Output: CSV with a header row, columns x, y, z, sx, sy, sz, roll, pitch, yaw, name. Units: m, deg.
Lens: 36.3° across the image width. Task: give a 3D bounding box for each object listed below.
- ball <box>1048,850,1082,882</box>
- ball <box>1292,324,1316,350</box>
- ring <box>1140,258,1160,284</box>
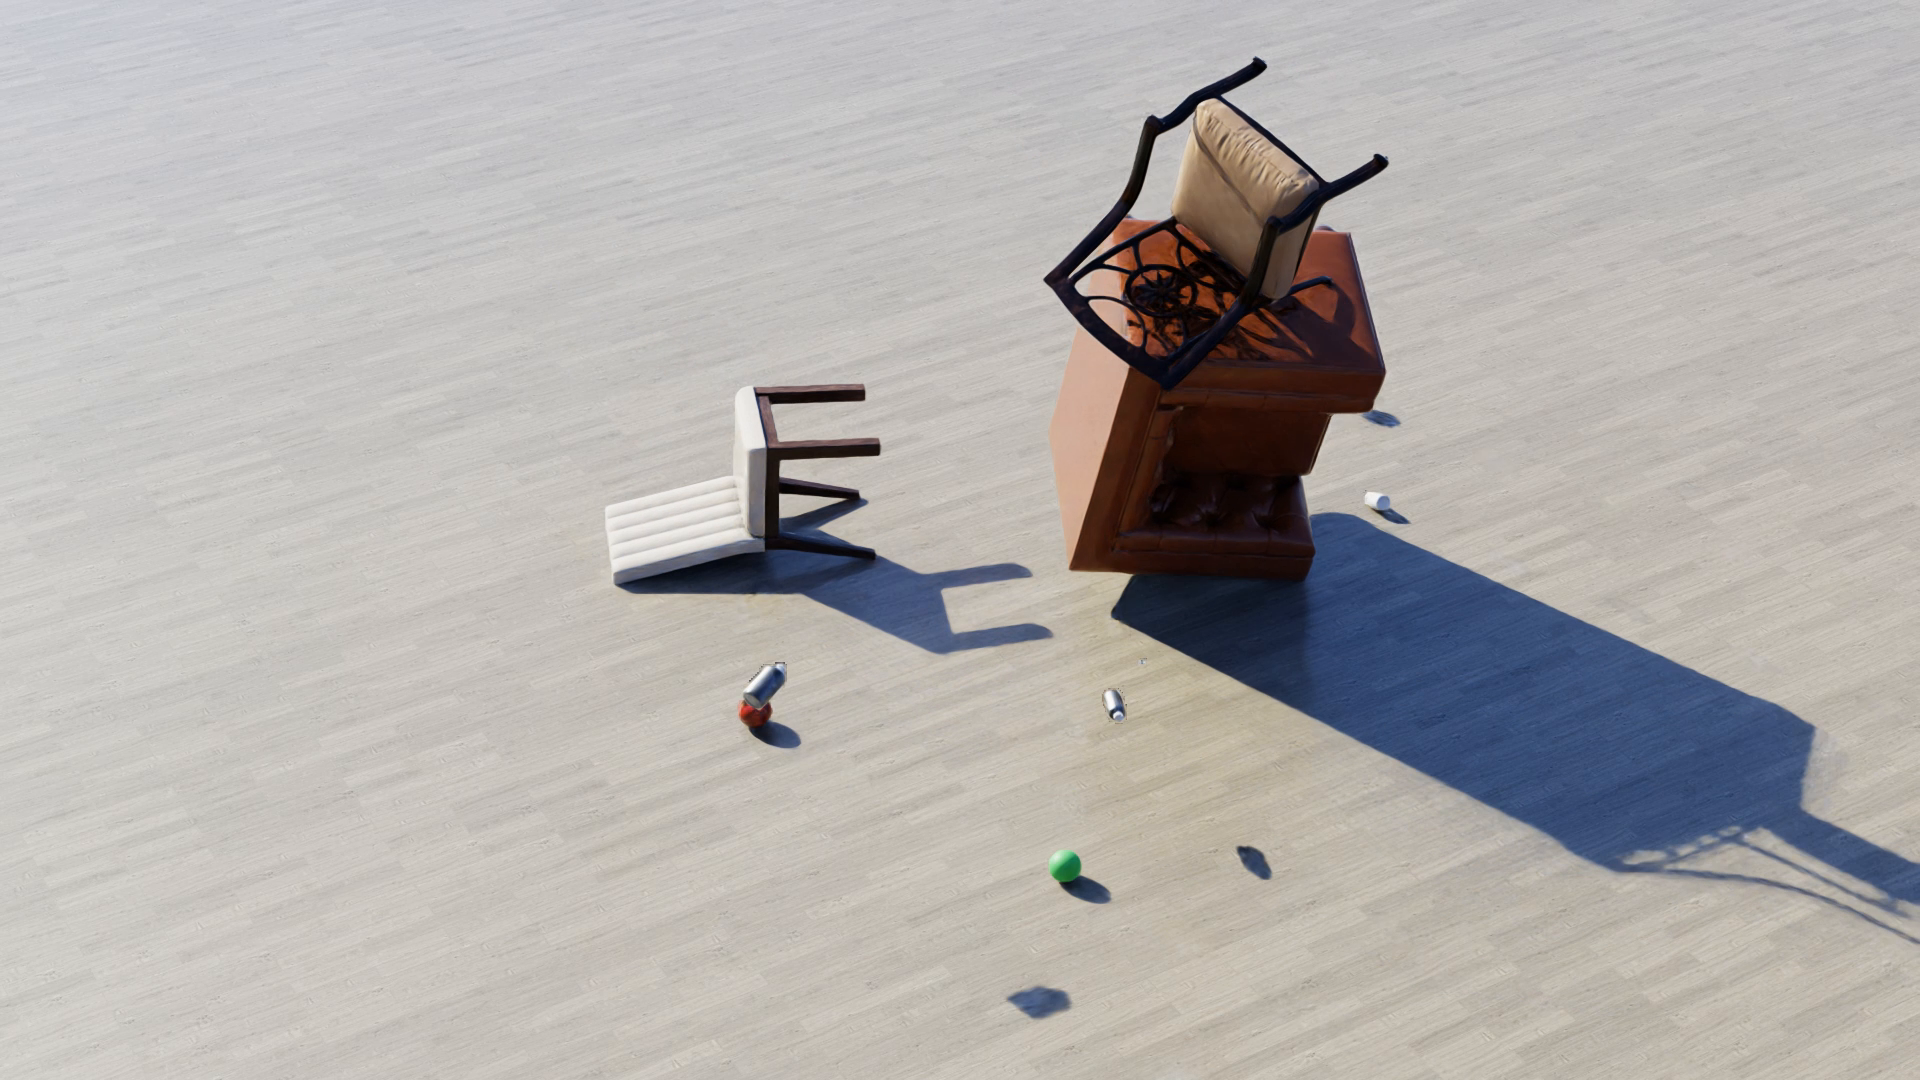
x,y,z,sx,sy,sz,roll,pitch,yaw,name
0.332,1.032,9.285,0.104,0.104,0.104,0,33,0,ball
1.380,-0.813,11.749,0.097,0.097,0.097,0,33,0,ball
0.816,-1.154,12.578,0.102,0.130,0.029,26,42,38,ring
